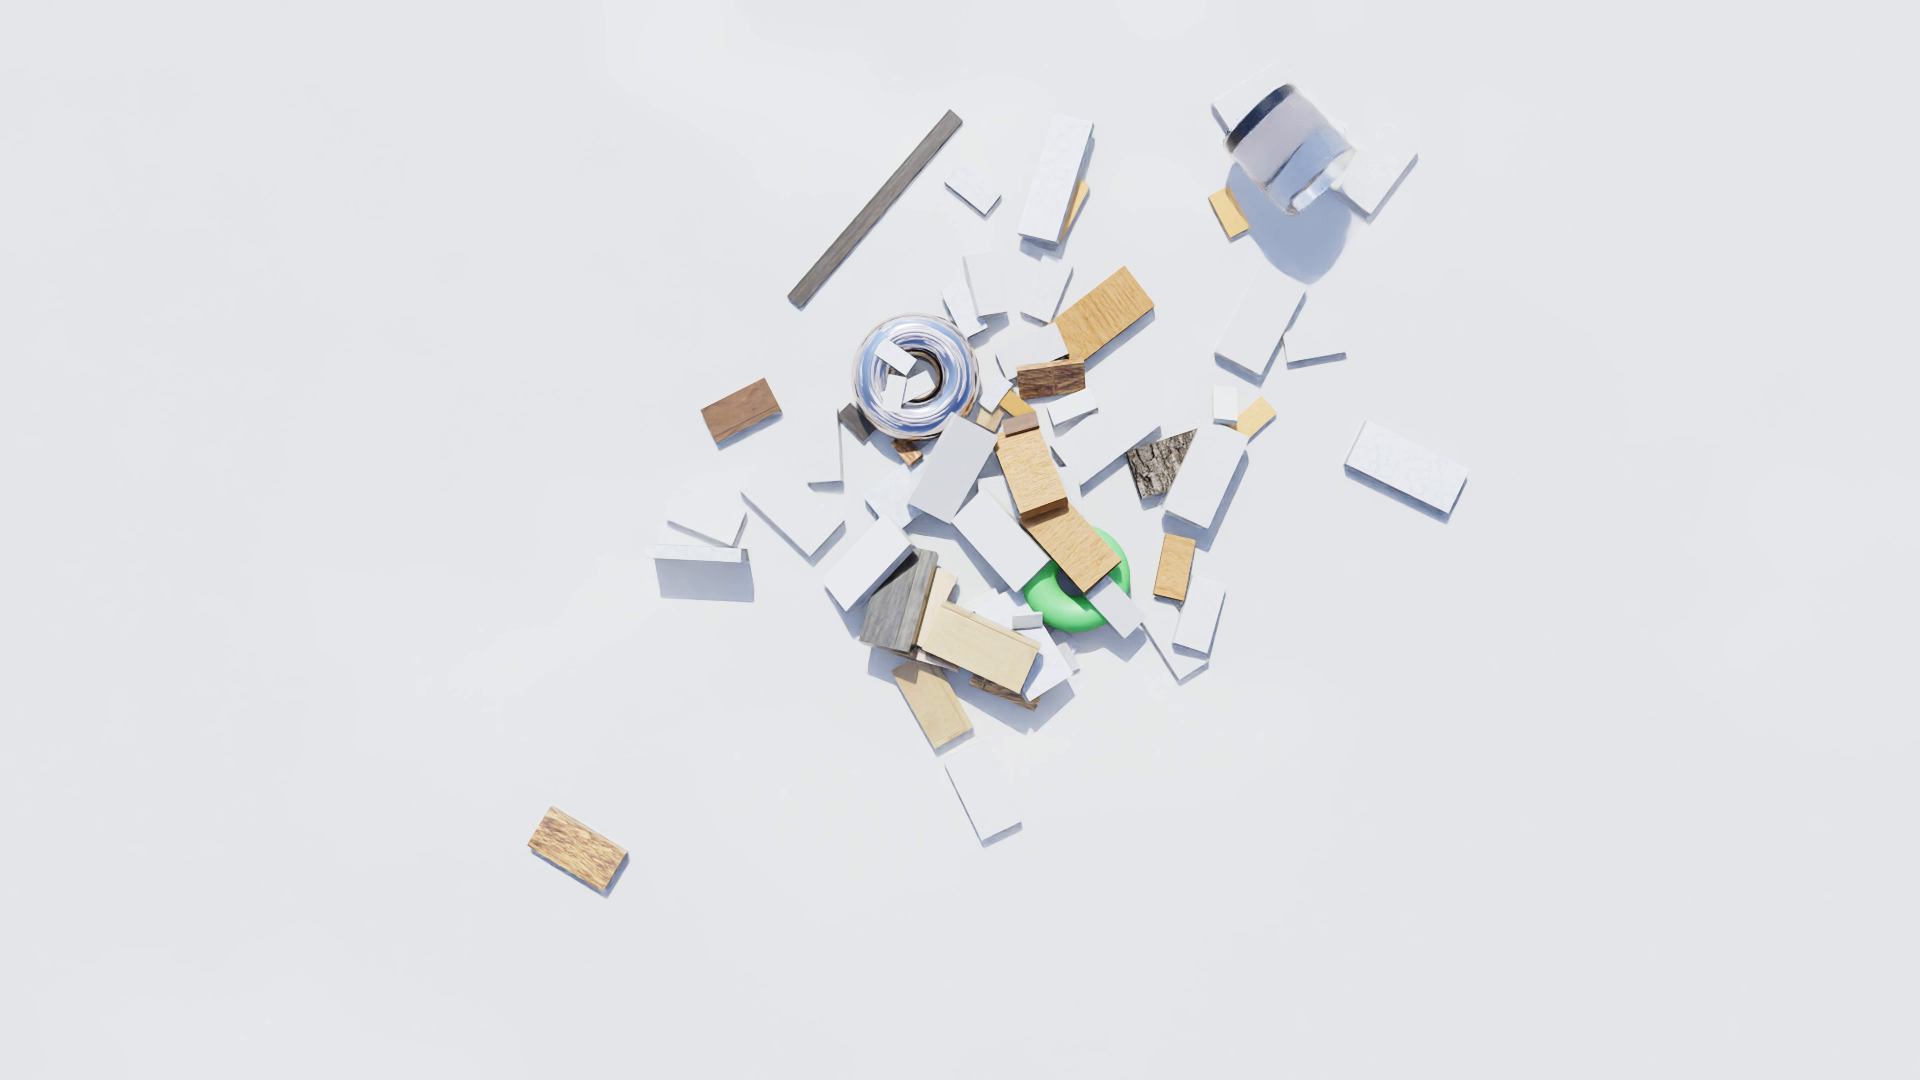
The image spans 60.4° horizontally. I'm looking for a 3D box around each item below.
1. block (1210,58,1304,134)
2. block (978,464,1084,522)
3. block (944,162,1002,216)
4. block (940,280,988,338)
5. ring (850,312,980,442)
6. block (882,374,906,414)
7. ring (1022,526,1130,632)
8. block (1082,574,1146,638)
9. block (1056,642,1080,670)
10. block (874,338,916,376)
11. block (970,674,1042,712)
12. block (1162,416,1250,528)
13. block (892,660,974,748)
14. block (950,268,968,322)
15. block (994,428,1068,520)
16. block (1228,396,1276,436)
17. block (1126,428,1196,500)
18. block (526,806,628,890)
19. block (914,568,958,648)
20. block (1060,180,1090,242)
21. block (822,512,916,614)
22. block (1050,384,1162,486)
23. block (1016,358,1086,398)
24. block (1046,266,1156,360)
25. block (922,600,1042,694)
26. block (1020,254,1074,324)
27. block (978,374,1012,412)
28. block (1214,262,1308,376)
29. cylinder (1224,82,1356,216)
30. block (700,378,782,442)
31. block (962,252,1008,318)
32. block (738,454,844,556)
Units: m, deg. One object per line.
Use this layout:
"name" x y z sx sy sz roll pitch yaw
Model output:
"block" 0.987 -1.467 5.481 0.273 0.039 0.136 -33 90 0
"block" 0.234 -0.143 5.451 0.329 0.047 0.165 -8 94 7
"block" 0.042 -1.170 5.488 0.175 0.025 0.088 39 90 0
"block" 0.014 -0.763 5.463 0.088 0.025 0.176 -26 90 0
"ring" -0.147 -0.538 5.430 0.428 0.143 0.428 0 89 -1
"block" -0.213 -0.472 5.331 0.059 0.017 0.117 11 88 -1
"ring" 0.381 0.124 5.440 0.363 0.121 0.363 0 89 -1
"block" 0.506 0.215 5.387 0.101 0.029 0.202 -45 106 -3
"block" 0.354 0.390 5.482 0.050 0.014 0.099 -27 96 14
"block" -0.209 -0.594 5.352 0.125 0.018 0.063 35 88 0
"block" 0.161 0.470 5.483 0.235 0.033 0.117 22 90 0
"block" 0.807 -0.222 5.430 0.165 0.047 0.329 25 90 0
"block" -0.092 0.527 5.479 0.147 0.042 0.294 -29 90 0
"block" 0.014 -0.816 5.488 0.088 0.025 0.176 1 90 0
"block" 0.226 -0.231 5.397 0.161 0.046 0.321 -20 59 0
"block" 0.970 -0.399 5.489 0.155 0.022 0.077 -42 90 0
"block" 0.734 -0.266 5.477 0.329 0.047 0.165 -19 90 0
"block" -1.271 1.024 5.479 0.294 0.042 0.147 31 90 0
"block" -0.122 0.214 5.443 0.131 0.037 0.262 24 78 11
"block" 0.338 -1.107 5.485 0.104 0.030 0.209 27 90 0
"block" -0.300 0.077 5.416 0.311 0.044 0.155 -46 59 10
"block" 0.484 -0.350 5.476 0.335 0.047 0.167 -37 90 0
"block" 0.301 -0.534 5.453 0.222 0.031 0.111 -7 128 0
"block" 0.462 -0.740 5.476 0.335 0.047 0.167 -38 90 0
"block" 0.072 0.345 5.360 0.346 0.049 0.173 24 95 8
"block" 0.288 -0.836 5.485 0.104 0.030 0.209 22 90 0
"block" 0.117 -0.487 5.465 0.059 0.017 0.117 38 94 0
"block" 0.998 -0.733 5.476 0.167 0.047 0.335 28 90 0
"cylinder" 1.067 -1.261 5.328 0.296 0.296 0.296 -40 80 0
"block" -0.728 -0.432 5.483 0.240 0.034 0.120 -27 90 0
"block" 0.082 -0.845 5.457 0.104 0.030 0.209 -12 85 -23
"block" -0.559 -0.118 5.477 0.327 0.046 0.163 43 90 0
